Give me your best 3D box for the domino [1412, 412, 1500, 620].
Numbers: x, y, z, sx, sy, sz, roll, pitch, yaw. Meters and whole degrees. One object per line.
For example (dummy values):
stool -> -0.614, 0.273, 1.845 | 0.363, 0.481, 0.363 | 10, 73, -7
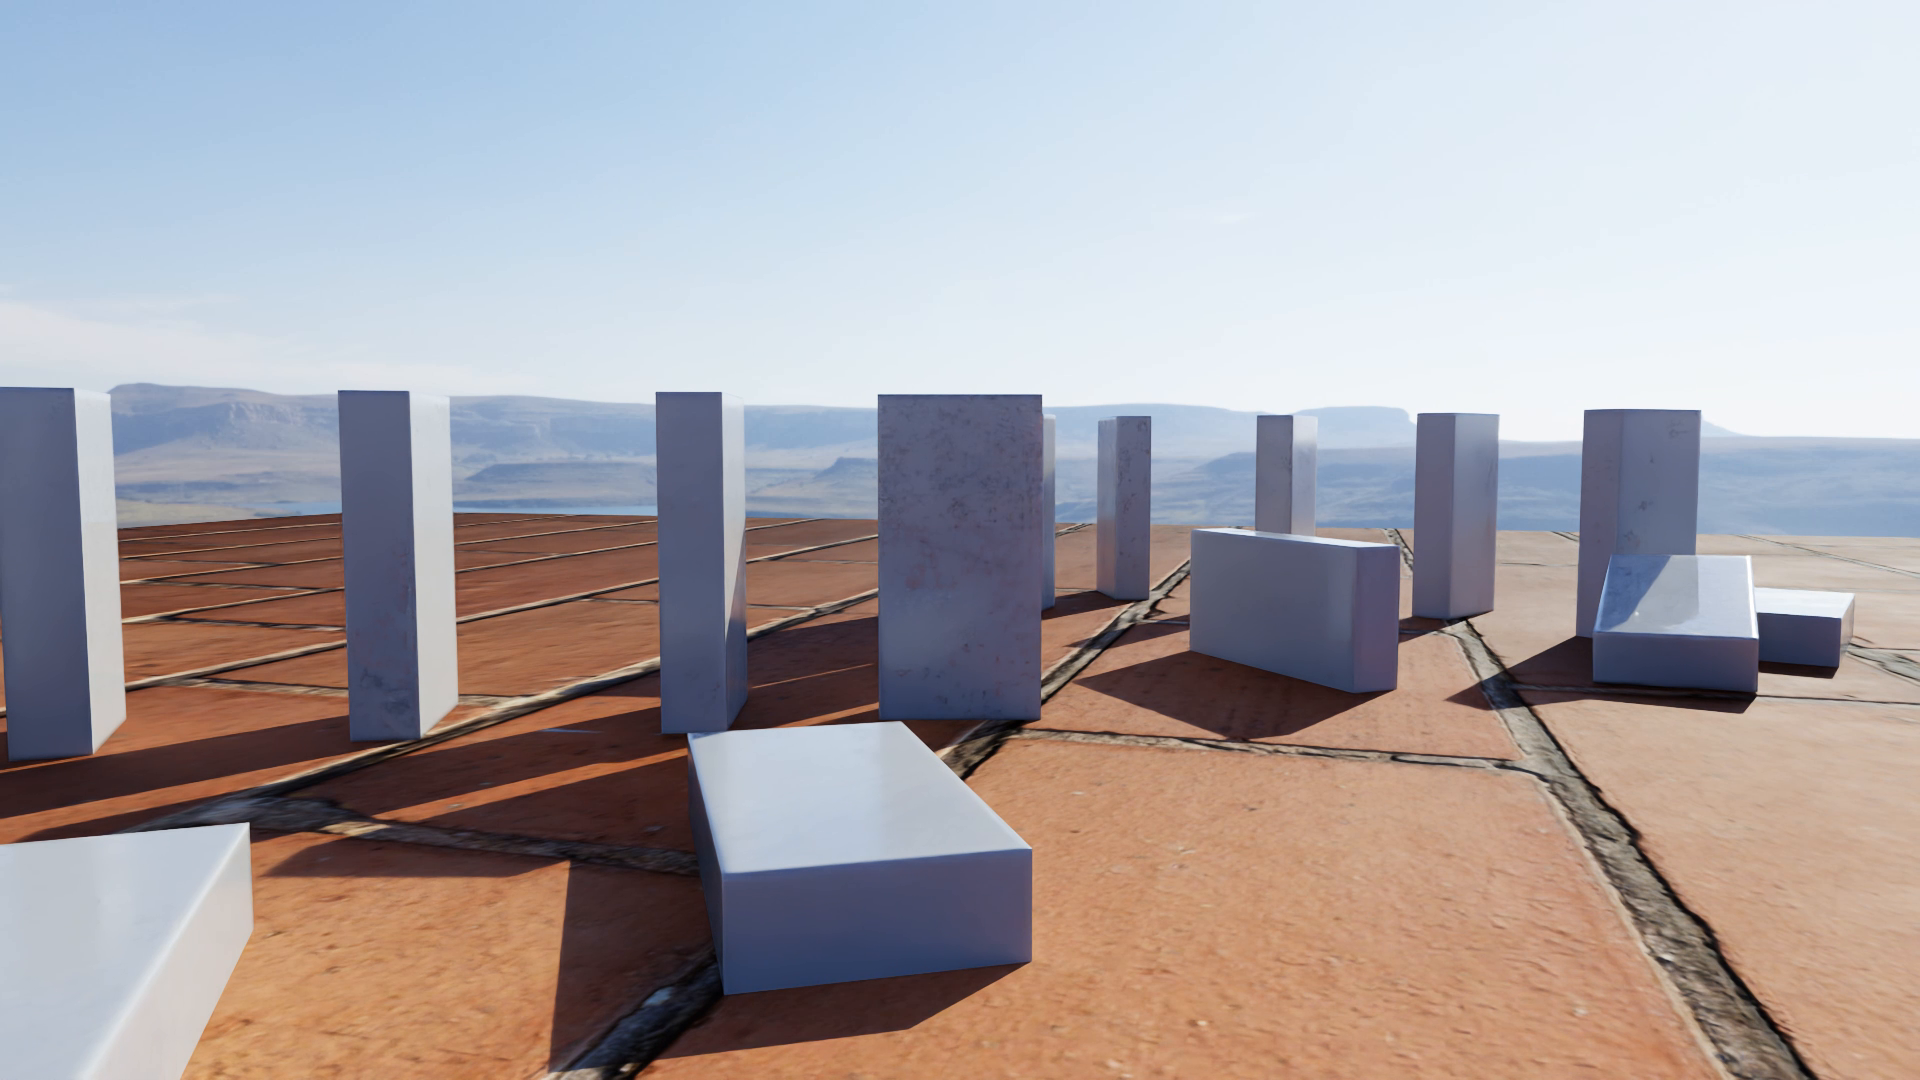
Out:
domino -> 0.124, -0.006, 0.321 | 0.025, 0.050, 0.010 | -4, 6, -44

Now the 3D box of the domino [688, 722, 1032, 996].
domino -> -0.013, 0.028, 0.126 | 0.025, 0.009, 0.050 | -1, 4, -15

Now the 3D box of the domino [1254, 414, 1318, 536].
domino -> 0.089, -0.009, 0.348 | 0.010, 0.050, 0.025 | 2, 5, 30

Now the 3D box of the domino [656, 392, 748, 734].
domino -> -0.040, 0.003, 0.199 | 0.010, 0.050, 0.025 | 0, 4, -2

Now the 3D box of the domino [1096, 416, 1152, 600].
domino -> 0.046, -0.009, 0.360 | 0.009, 0.050, 0.025 | 0, 4, -6

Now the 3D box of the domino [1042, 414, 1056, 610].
domino -> 0.011, -0.008, 0.334 | 0.025, 0.050, 0.009 | 2, 5, 24

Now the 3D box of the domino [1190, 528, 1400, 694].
domino -> 0.062, 0.012, 0.243 | 0.009, 0.025, 0.050 | -2, 5, -23

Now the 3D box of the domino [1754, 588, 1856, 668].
domino -> 0.173, 0.017, 0.271 | 0.025, 0.009, 0.050 | 3, 5, 37

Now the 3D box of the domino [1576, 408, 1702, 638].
domino -> 0.150, -0.004, 0.284 | 0.025, 0.050, 0.010 | -2, 5, -24

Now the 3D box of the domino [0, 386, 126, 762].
domino -> -0.128, 0.004, 0.183 | 0.009, 0.050, 0.025 | -2, 5, -24

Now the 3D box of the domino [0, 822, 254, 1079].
domino -> -0.065, 0.031, 0.085 | 0.025, 0.010, 0.050 | -2, 5, -20

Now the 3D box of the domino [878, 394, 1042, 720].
domino -> 0.000, 0.002, 0.201 | 0.025, 0.050, 0.009 | 0, 4, 0

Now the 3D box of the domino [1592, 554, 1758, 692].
domino -> 0.135, 0.014, 0.243 | 0.025, 0.009, 0.050 | 1, 16, 30

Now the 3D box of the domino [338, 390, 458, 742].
domino -> -0.085, 0.003, 0.195 | 0.010, 0.050, 0.025 | -1, 4, -9
